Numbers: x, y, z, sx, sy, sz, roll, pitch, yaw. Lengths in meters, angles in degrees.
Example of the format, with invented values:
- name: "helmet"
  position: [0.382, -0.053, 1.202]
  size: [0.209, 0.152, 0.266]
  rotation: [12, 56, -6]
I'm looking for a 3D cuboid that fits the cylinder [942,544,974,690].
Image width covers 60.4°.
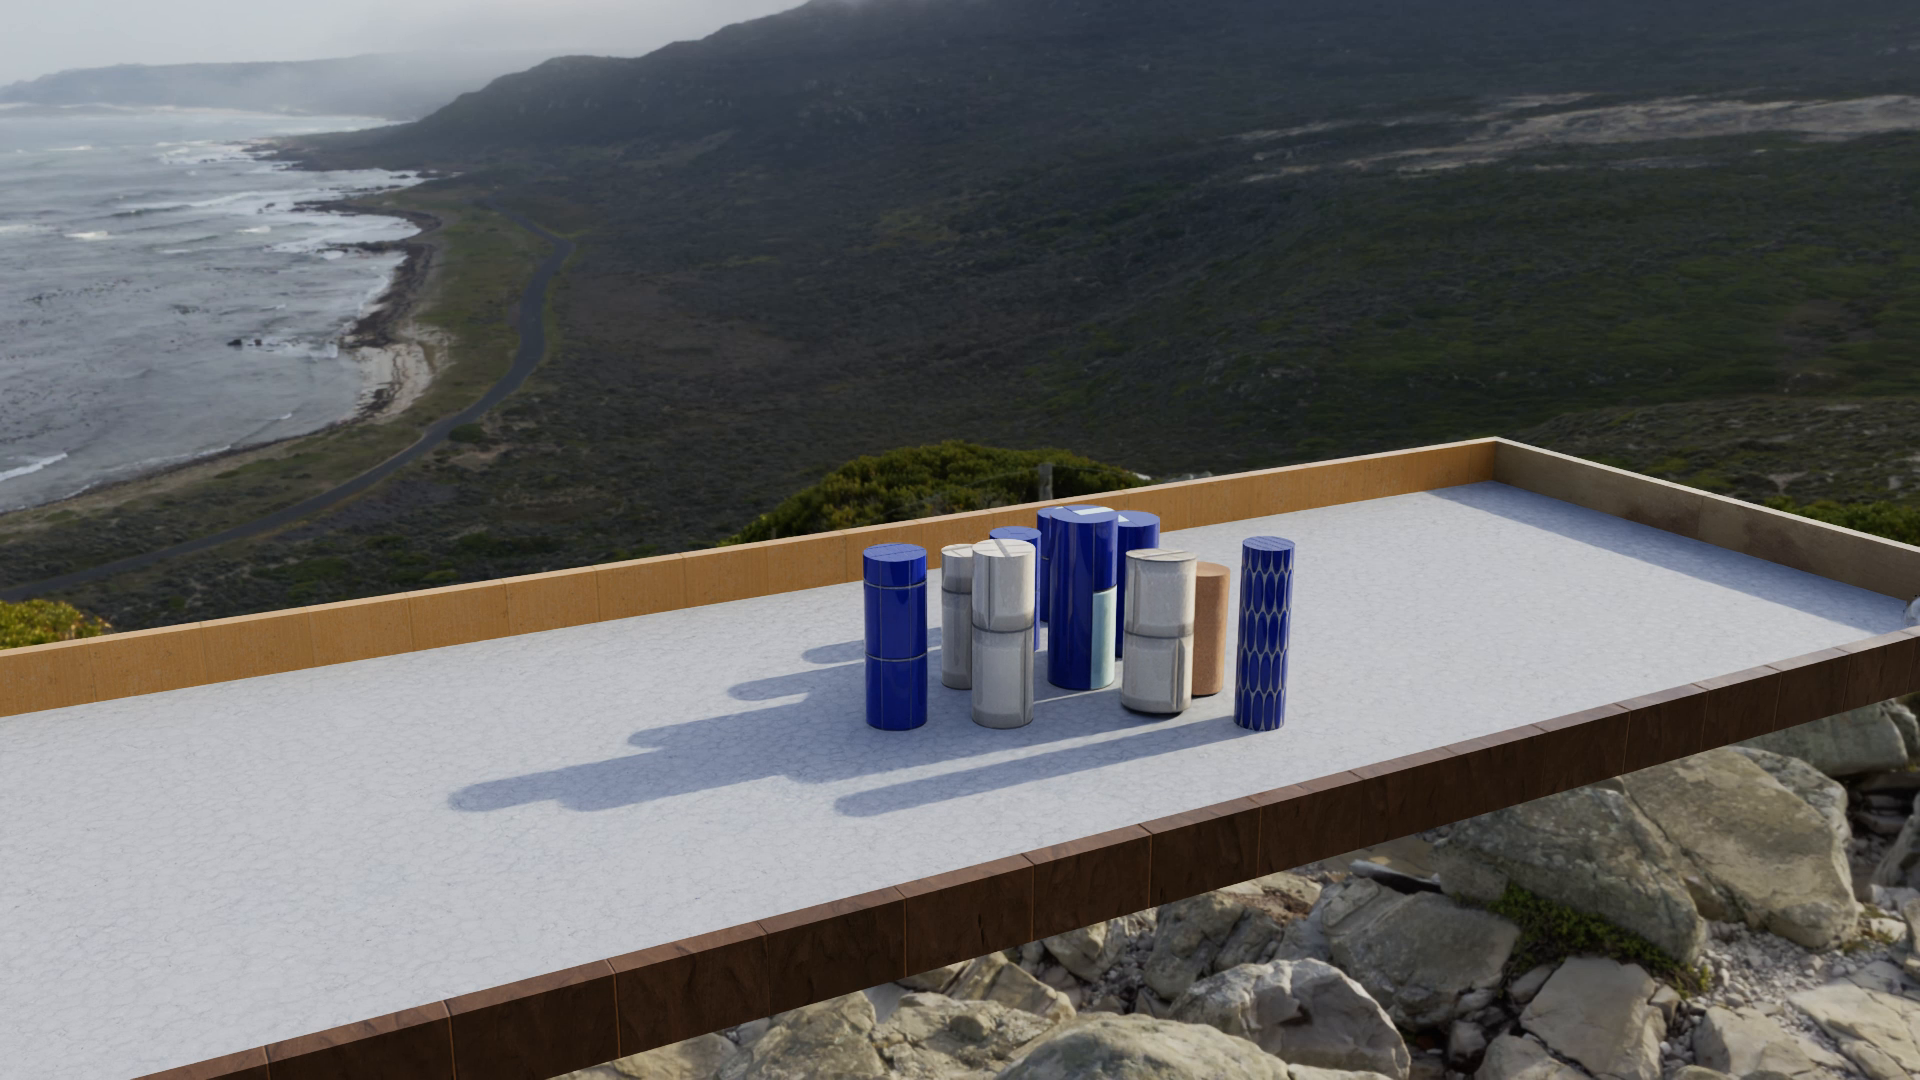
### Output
- name: "cylinder"
  position: [0.011, 0.191, 4.093]
  size: [0.114, 0.345, 0.114]
  rotation: [0, 16, 0]

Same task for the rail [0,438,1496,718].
- name: "rail"
  position: [-3.305, 0.497, 3.399]
  size: [12.000, 0.150, 0.050]
  rotation: [-9, 18, -27]

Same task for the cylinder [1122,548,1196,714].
- name: "cylinder"
  position: [0.475, 0.214, 3.946]
  size: [0.167, 0.366, 0.167]
  rotation: [1, 10, 0]

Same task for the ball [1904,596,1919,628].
- name: "ball"
  position: [2.571, 0.217, 4.330]
  size: [0.162, 0.162, 0.162]
  rotation: [0, 16, 0]

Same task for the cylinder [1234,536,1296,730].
- name: "cylinder"
  position: [0.707, 0.218, 3.836]
  size: [0.119, 0.438, 0.119]
  rotation: [0, 16, 0]

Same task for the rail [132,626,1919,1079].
- name: "rail"
  position: [-2.336, 1.006, 1.665]
  size: [12.000, 0.150, 0.050]
  rotation: [-9, 18, -27]

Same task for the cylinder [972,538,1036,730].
- name: "cylinder"
  position: [0.101, 0.220, 3.859]
  size: [0.146, 0.421, 0.146]
  rotation: [0, 16, 0]

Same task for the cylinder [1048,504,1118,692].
- name: "cylinder"
  position: [0.304, 0.143, 4.102]
  size: [0.169, 0.432, 0.169]
  rotation: [0, 16, 0]

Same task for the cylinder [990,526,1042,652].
- name: "cylinder"
  position: [0.145, 0.132, 4.350]
  size: [0.136, 0.313, 0.136]
  rotation: [0, 16, 0]

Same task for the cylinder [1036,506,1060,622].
- name: "cylinder"
  position: [0.280, 0.069, 4.584]
  size: [0.136, 0.301, 0.136]
  rotation: [0, 16, 0]

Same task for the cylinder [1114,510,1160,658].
- name: "cylinder"
  position: [0.440, 0.115, 4.329]
  size: [0.158, 0.357, 0.158]
  rotation: [0, 16, 0]

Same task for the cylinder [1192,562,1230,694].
- name: "cylinder"
  position: [0.584, 0.216, 4.073]
  size: [0.147, 0.300, 0.147]
  rotation: [1, 13, 0]

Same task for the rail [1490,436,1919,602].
- name: "rail"
  position: [2.466, -0.048, 5.253]
  size: [0.050, 0.150, 2.100]
  rotation: [-9, 18, -27]

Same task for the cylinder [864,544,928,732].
- name: "cylinder"
  position: [-0.150, 0.226, 3.850]
  size: [0.147, 0.414, 0.147]
  rotation: [0, 16, 0]
